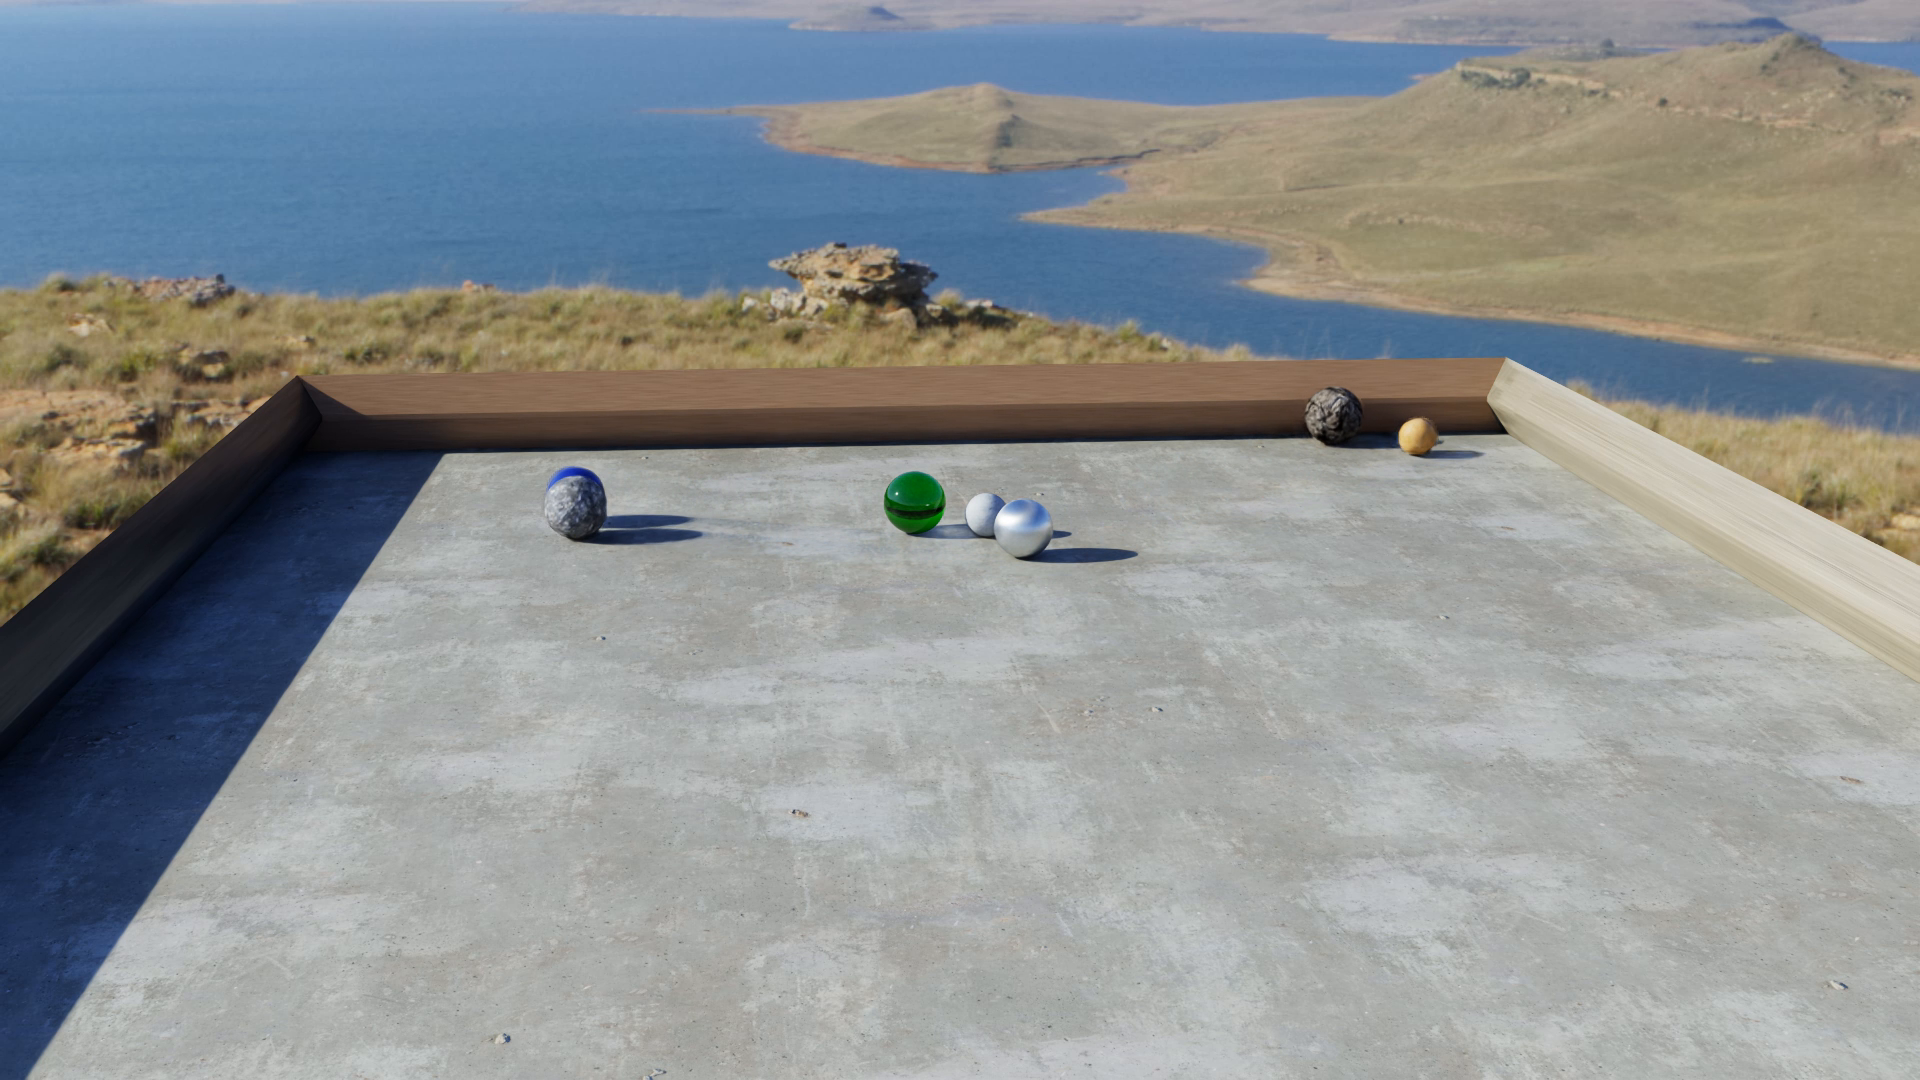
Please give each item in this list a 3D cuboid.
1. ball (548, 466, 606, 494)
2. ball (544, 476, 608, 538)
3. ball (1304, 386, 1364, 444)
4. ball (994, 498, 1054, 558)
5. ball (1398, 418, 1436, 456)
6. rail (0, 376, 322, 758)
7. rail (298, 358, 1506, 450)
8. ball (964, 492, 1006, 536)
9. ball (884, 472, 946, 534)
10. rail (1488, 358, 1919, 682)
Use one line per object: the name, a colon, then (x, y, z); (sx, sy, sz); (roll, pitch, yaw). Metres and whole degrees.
ball: (-0.538, -0.063, 3.083); (0.080, 0.080, 0.080); (0, 14, 0)
ball: (-0.524, -0.045, 2.999); (0.086, 0.086, 0.086); (0, 14, 0)
ball: (0.614, -0.204, 3.608); (0.095, 0.095, 0.095); (0, 14, 0)
ball: (0.084, -0.015, 2.899); (0.078, 0.078, 0.078); (0, 14, 0)
ball: (0.733, -0.165, 3.526); (0.060, 0.060, 0.060); (0, 14, 0)
rail: (-0.898, 0.205, 1.939); (0.045, 0.123, 3.342); (-1, 14, -5)
rail: (-0.071, -0.221, 3.612); (1.997, 0.123, 0.045); (-1, 14, -5)
ball: (0.037, -0.034, 3.011); (0.060, 0.060, 0.060); (0, 14, 0)
ball: (-0.062, -0.052, 3.026); (0.086, 0.086, 0.086); (0, 14, 0)
rail: (1.044, 0.163, 2.104); (0.045, 0.123, 3.342); (-1, 14, -5)
